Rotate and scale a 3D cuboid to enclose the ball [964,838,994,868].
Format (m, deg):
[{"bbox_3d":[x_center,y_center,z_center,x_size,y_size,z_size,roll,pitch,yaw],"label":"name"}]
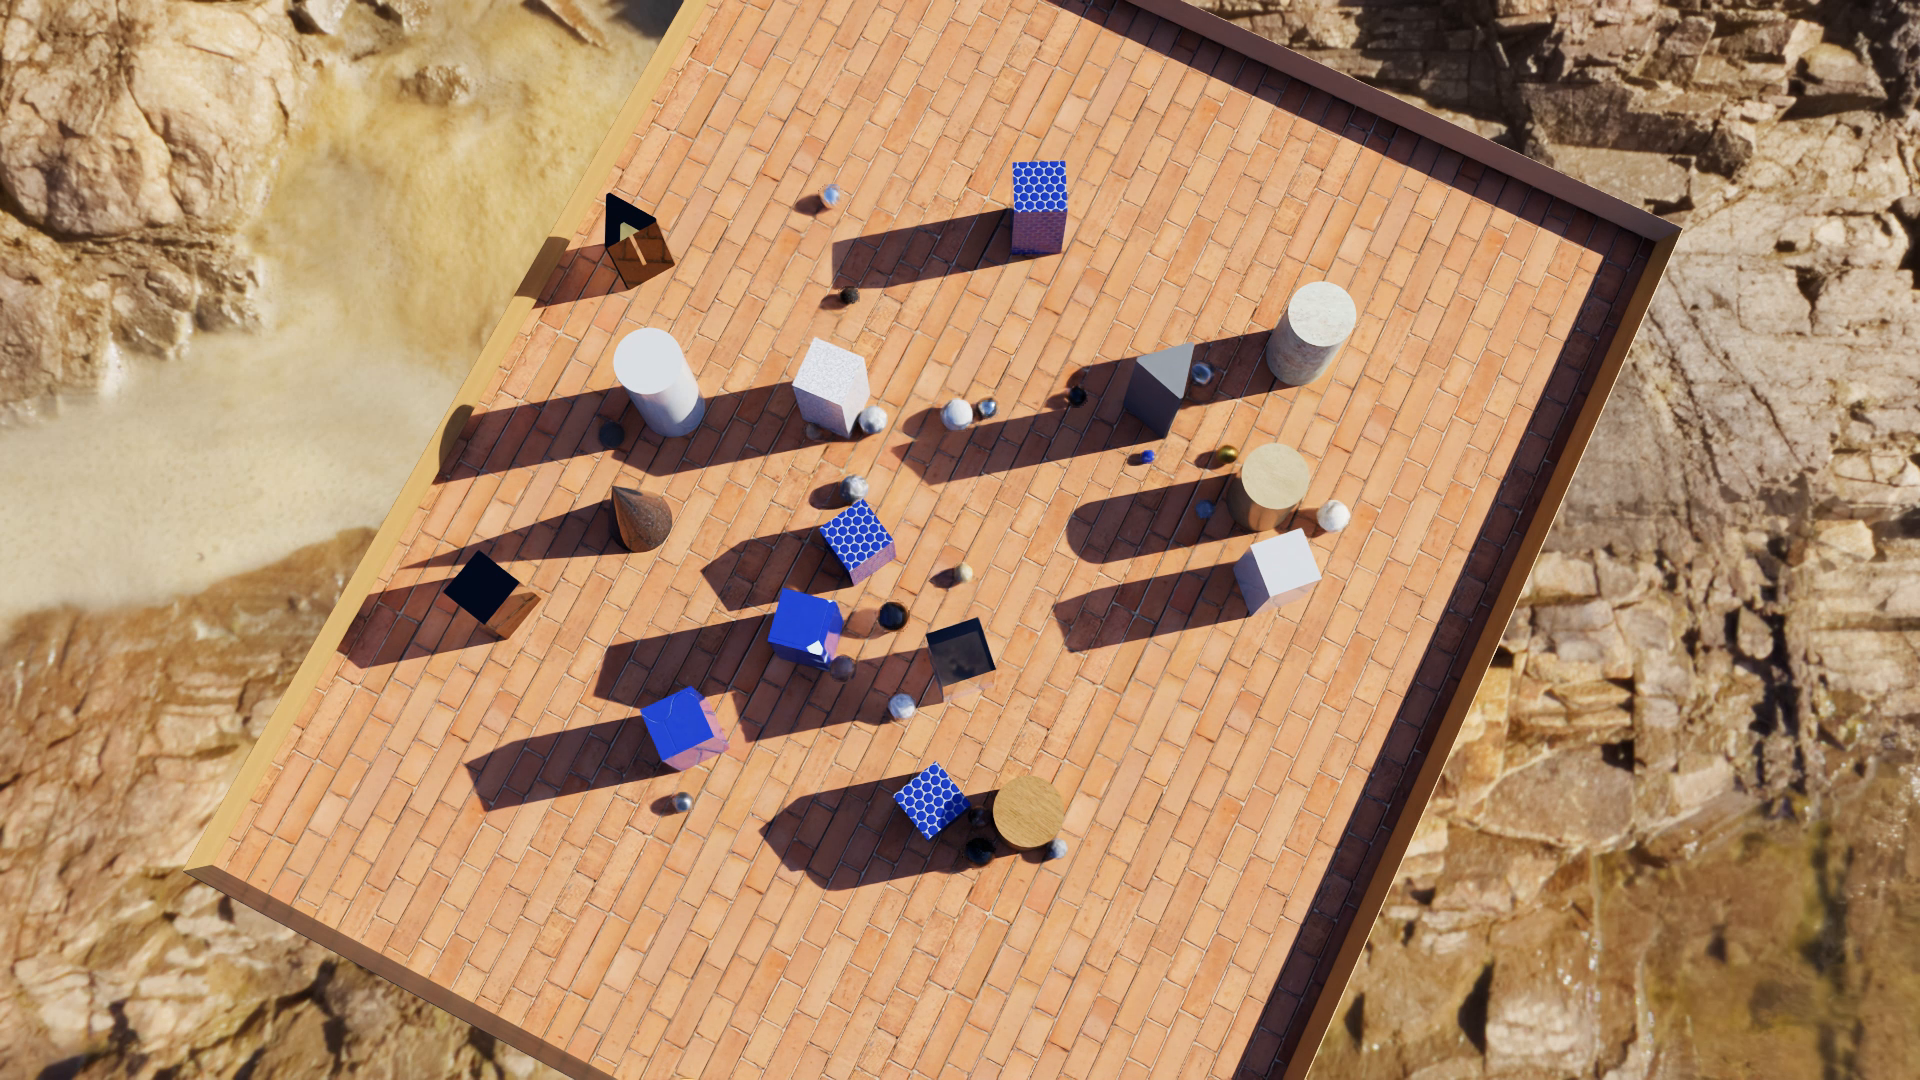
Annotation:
[{"bbox_3d":[0.056,0.918,5.381,0.089,0.089,0.089,0,78,0],"label":"ball"}]

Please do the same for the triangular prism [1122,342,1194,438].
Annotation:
[{"bbox_3d":[0.620,-0.468,5.480,0.172,0.458,0.149,43,81,8],"label":"triangular prism"}]

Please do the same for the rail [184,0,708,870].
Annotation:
[{"bbox_3d":[-1.383,-0.670,5.689,0.045,0.129,3.766,26,80,5],"label":"rail"}]

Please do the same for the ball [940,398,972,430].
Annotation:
[{"bbox_3d":[-0.010,-0.387,5.646,0.099,0.099,0.099,0,78,0],"label":"ball"}]

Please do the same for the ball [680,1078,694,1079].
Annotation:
[{"bbox_3d":[-0.780,1.587,5.238,0.098,0.098,0.098,0,78,0],"label":"ball"}]

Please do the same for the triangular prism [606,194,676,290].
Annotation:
[{"bbox_3d":[-1.011,-0.932,5.620,0.172,0.372,0.149,-30,80,-6],"label":"triangular prism"}]

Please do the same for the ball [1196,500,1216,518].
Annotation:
[{"bbox_3d":[0.750,-0.094,5.606,0.060,0.060,0.060,0,78,0],"label":"ball"}]

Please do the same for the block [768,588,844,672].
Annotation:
[{"bbox_3d":[-0.449,0.267,5.379,0.159,0.356,0.159,15,79,3],"label":"block"}]

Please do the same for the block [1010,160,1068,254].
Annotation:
[{"bbox_3d":[0.239,-1.019,5.645,0.159,0.358,0.159,-2,78,0],"label":"block"}]

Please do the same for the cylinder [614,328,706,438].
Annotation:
[{"bbox_3d":[-0.891,-0.464,5.469,0.198,0.476,0.198,0,78,0],"label":"cylinder"}]

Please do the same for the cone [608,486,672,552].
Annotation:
[{"bbox_3d":[-0.982,-0.106,5.397,0.198,0.473,0.198,0,78,0],"label":"cone"}]

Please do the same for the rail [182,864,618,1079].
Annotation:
[{"bbox_3d":[-0.831,1.635,5.211,3.139,0.129,0.045,26,80,5],"label":"rail"}]

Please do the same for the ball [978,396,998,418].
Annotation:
[{"bbox_3d":[0.087,-0.411,5.668,0.066,0.066,0.066,0,78,0],"label":"ball"}]

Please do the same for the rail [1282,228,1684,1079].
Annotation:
[{"bbox_3d":[1.383,0.684,5.408,0.045,0.129,3.766,26,80,5],"label":"rail"}]

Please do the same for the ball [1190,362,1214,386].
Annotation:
[{"bbox_3d":[0.751,-0.515,5.684,0.076,0.076,0.076,0,78,0],"label":"ball"}]

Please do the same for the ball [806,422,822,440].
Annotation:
[{"bbox_3d":[-0.452,-0.336,5.660,0.051,0.051,0.051,0,78,0],"label":"ball"}]

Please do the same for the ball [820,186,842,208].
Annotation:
[{"bbox_3d":[-0.407,-1.086,5.805,0.071,0.071,0.071,0,78,0],"label":"ball"}]

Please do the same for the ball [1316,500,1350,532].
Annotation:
[{"bbox_3d":[1.137,-0.073,5.581,0.099,0.099,0.099,0,78,0],"label":"ball"}]

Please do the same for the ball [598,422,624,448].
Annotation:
[{"bbox_3d":[-1.073,-0.324,5.643,0.079,0.079,0.079,0,78,0],"label":"ball"}]

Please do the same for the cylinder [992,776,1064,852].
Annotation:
[{"bbox_3d":[0.191,0.790,5.272,0.198,0.355,0.198,0,78,0],"label":"cylinder"}]

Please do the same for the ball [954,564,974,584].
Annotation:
[{"bbox_3d":[0.011,0.102,5.565,0.059,0.059,0.059,0,78,0],"label":"ball"}]

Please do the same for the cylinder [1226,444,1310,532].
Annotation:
[{"bbox_3d":[0.919,-0.154,5.488,0.198,0.314,0.198,0,78,0],"label":"cylinder"}]

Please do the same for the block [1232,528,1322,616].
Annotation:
[{"bbox_3d":[0.933,0.099,5.416,0.159,0.353,0.159,-19,79,-4],"label":"block"}]

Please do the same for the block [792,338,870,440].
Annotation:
[{"bbox_3d":[-0.384,-0.453,5.518,0.159,0.377,0.159,23,79,5],"label":"block"}]

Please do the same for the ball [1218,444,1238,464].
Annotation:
[{"bbox_3d":[0.825,-0.264,5.641,0.060,0.060,0.060,0,78,0],"label":"ball"}]

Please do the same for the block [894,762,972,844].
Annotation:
[{"bbox_3d":[-0.080,0.764,5.325,0.159,0.260,0.159,-39,81,-7],"label":"block"}]

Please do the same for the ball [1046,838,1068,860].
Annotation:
[{"bbox_3d":[0.286,0.909,5.397,0.061,0.061,0.061,0,78,0],"label":"ball"}]

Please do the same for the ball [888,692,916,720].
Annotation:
[{"bbox_3d":[-0.173,0.496,5.474,0.079,0.079,0.079,0,78,0],"label":"ball"}]

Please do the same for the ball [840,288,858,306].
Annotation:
[{"bbox_3d":[-0.348,-0.765,5.746,0.056,0.056,0.056,0,78,0],"label":"ball"}]

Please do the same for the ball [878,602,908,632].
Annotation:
[{"bbox_3d":[-0.202,0.231,5.521,0.094,0.094,0.094,0,78,0],"label":"ball"}]

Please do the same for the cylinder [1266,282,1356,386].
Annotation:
[{"bbox_3d":[1.056,-0.619,5.540,0.198,0.402,0.198,0,78,0],"label":"cylinder"}]

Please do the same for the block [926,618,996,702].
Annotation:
[{"bbox_3d":[0.002,0.354,5.351,0.159,0.376,0.159,-18,79,-4],"label":"block"}]

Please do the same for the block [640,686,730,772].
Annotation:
[{"bbox_3d":[-0.793,0.551,5.313,0.159,0.370,0.159,-25,79,-5],"label":"block"}]

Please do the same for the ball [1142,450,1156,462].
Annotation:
[{"bbox_3d":[0.581,-0.259,5.649,0.042,0.042,0.042,0,78,0],"label":"ball"}]

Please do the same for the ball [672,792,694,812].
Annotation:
[{"bbox_3d":[-0.820,0.775,5.426,0.060,0.060,0.060,0,78,0],"label":"ball"}]

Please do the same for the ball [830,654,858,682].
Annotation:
[{"bbox_3d":[-0.349,0.384,5.496,0.081,0.081,0.081,0,78,0],"label":"ball"}]

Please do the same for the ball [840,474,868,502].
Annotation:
[{"bbox_3d":[-0.323,-0.156,5.605,0.086,0.086,0.086,0,78,0],"label":"ball"}]

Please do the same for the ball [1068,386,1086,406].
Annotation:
[{"bbox_3d":[0.363,-0.446,5.680,0.057,0.057,0.057,0,78,0],"label":"ball"}]

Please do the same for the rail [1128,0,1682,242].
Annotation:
[{"bbox_3d":[0.831,-1.622,5.886,3.139,0.129,0.045,26,80,5],"label":"rail"}]

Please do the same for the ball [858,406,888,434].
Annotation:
[{"bbox_3d":[-0.268,-0.368,5.648,0.088,0.088,0.088,0,78,0],"label":"ball"}]

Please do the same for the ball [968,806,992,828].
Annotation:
[{"bbox_3d":[0.057,0.818,5.412,0.069,0.069,0.069,0,78,0],"label":"ball"}]

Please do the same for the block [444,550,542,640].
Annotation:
[{"bbox_3d":[-1.385,0.165,5.439,0.159,0.280,0.159,37,81,7],"label":"block"}]

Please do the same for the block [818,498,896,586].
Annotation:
[{"bbox_3d":[-0.305,0.009,5.491,0.159,0.242,0.159,-35,80,-7],"label":"block"}]
